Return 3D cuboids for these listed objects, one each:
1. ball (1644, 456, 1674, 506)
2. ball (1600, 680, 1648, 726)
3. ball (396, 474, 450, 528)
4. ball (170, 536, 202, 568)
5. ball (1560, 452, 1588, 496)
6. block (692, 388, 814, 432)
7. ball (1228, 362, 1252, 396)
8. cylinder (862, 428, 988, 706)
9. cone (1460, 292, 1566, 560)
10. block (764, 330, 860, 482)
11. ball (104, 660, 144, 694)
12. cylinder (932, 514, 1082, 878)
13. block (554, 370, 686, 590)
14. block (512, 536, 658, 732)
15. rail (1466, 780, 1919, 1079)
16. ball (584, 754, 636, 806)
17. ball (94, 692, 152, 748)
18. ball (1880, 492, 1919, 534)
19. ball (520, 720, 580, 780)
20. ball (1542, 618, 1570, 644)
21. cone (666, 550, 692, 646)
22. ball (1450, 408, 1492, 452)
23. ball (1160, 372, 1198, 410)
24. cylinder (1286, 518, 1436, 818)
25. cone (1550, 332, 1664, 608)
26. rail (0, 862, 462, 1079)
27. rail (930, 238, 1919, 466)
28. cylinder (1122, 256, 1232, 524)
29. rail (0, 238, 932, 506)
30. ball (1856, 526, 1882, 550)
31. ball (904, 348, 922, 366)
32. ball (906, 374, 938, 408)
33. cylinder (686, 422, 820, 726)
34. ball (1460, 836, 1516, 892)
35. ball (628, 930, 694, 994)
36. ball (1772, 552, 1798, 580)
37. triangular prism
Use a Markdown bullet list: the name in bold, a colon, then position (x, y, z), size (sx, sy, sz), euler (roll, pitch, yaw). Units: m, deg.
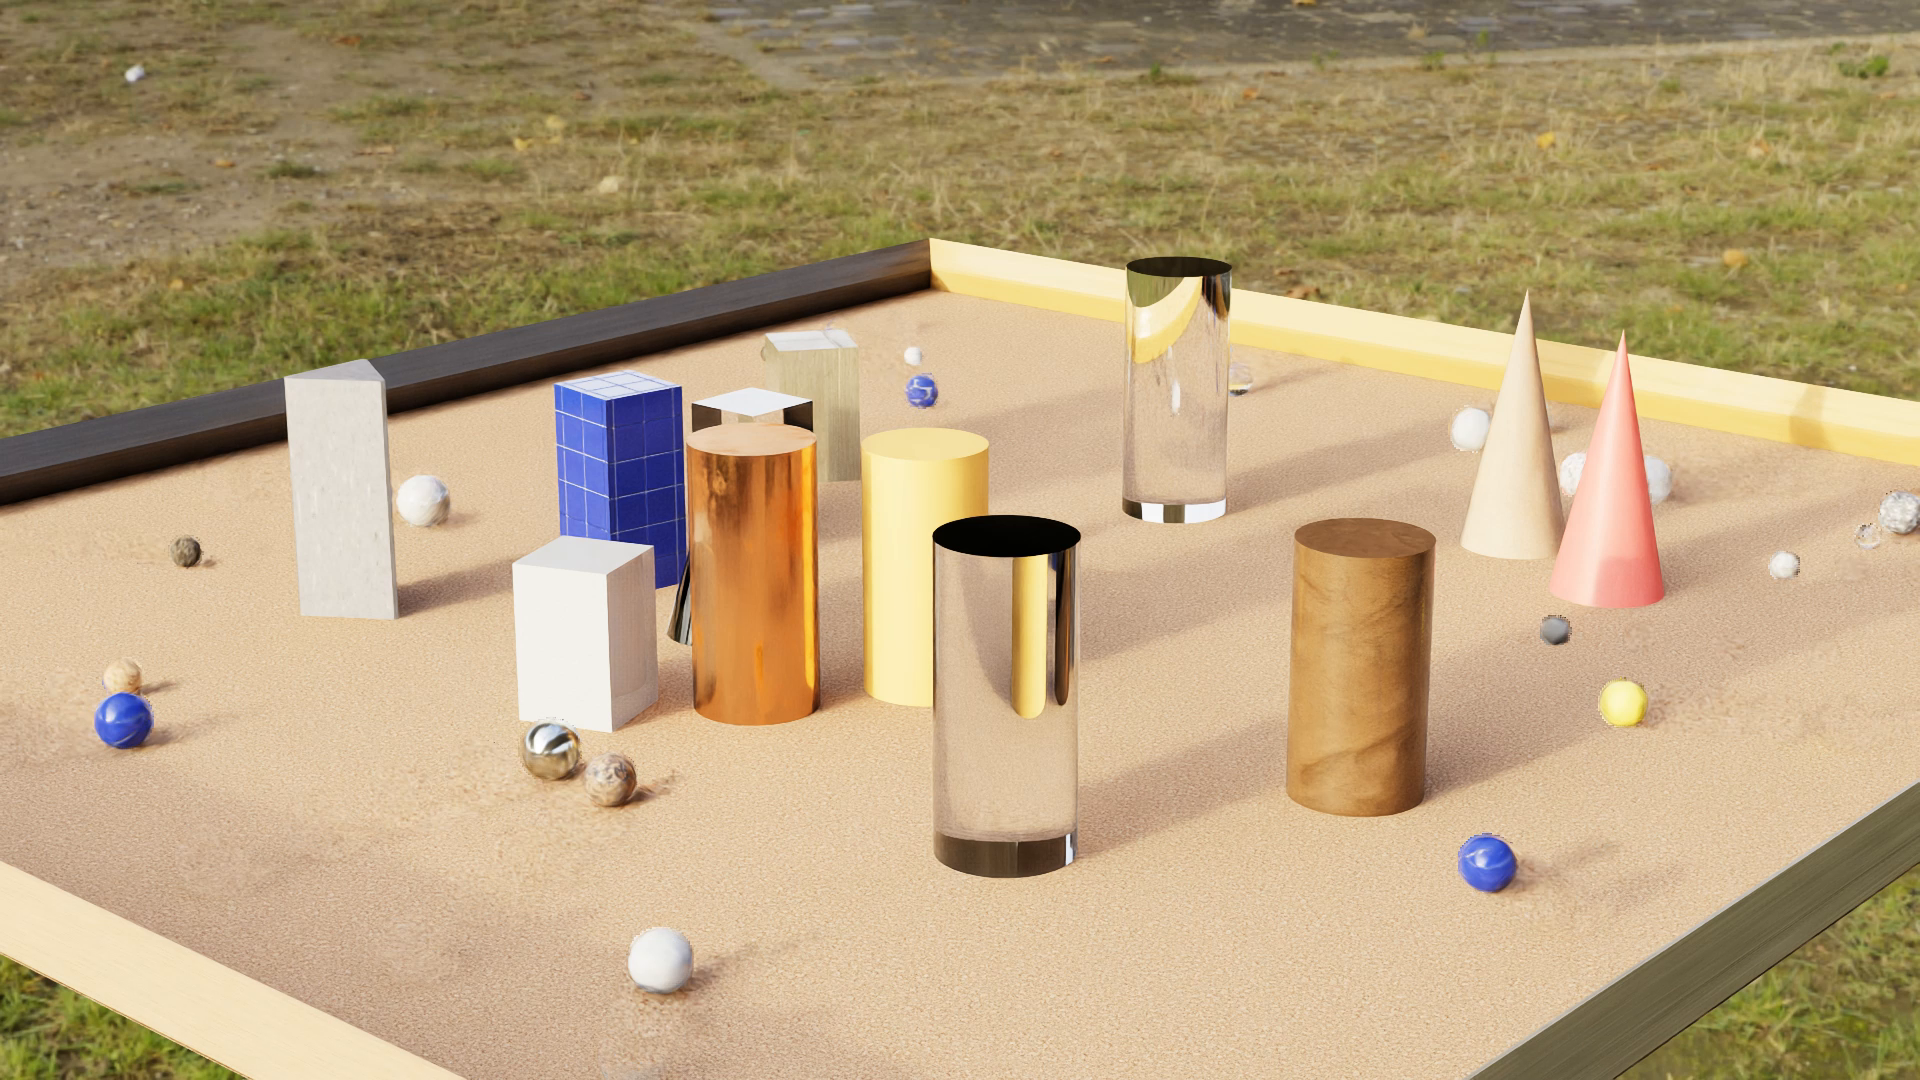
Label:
- **ball**: position (1.329, -0.114, 5.669), size (0.096, 0.096, 0.096), euler (0, 17, 0)
- **ball**: position (1.019, 0.251, 4.501), size (0.071, 0.071, 0.071), euler (0, 17, 0)
- **ball**: position (-1.011, -0.074, 5.528), size (0.100, 0.100, 0.100), euler (0, 17, 0)
- **ball**: position (-1.397, 0.022, 5.290), size (0.055, 0.055, 0.055), euler (0, 17, 0)
- **ball**: position (1.215, -0.127, 5.722), size (0.089, 0.089, 0.089), euler (0, 17, 0)
- **block**: position (-0.387, -0.140, 5.496), size (0.160, 0.246, 0.160), euler (14, 22, 38)
- **ball**: position (0.611, -0.357, 6.507), size (0.077, 0.077, 0.077), euler (0, 17, 0)
- **cylinder**: position (-0.055, 0.041, 4.629), size (0.200, 0.399, 0.200), euler (0, 17, 0)
- **cone**: position (1.026, -0.224, 5.365), size (0.200, 0.481, 0.200), euler (0, 17, 0)
- **block**: position (-0.295, -0.267, 5.870), size (0.160, 0.272, 0.160), euler (-4, 17, -13)
- **ball**: position (-1.321, 0.218, 4.631), size (0.059, 0.059, 0.059), euler (0, 17, 0)
- **cylinder**: position (0.062, 0.210, 3.975), size (0.200, 0.451, 0.200), euler (0, 17, 0)
- **block**: position (-0.597, -0.100, 5.166), size (0.160, 0.358, 0.160), euler (-14, 22, -38)
- **block**: position (-0.578, 0.144, 4.540), size (0.160, 0.253, 0.160), euler (6, 18, 20)
- **rail**: position (1.319, 0.363, 4.023), size (0.045, 0.130, 3.840), euler (14, 22, 39)
- **ball**: position (-0.500, 0.342, 4.189), size (0.075, 0.075, 0.075), euler (0, 17, 0)
- **ball**: position (-1.259, 0.271, 4.409), size (0.085, 0.085, 0.085), euler (0, 17, 0)
- **ball**: position (1.764, -0.051, 5.488), size (0.079, 0.079, 0.079), euler (0, 17, 0)
- **ball**: position (-0.598, 0.307, 4.286), size (0.087, 0.087, 0.087), euler (0, 17, 0)
- **ball**: position (0.990, 0.151, 4.875), size (0.046, 0.046, 0.046), euler (0, 17, 0)
- **cone**: position (-0.396, -0.008, 4.905), size (0.200, 0.334, 0.200), euler (0, 17, 0)
- **ball**: position (1.060, -0.228, 6.055), size (0.091, 0.091, 0.091), euler (0, 17, 0)
- **ball**: position (0.479, -0.326, 6.397), size (0.081, 0.081, 0.081), euler (0, 17, 0)
- **cylinder**: position (0.572, 0.180, 4.192), size (0.200, 0.384, 0.200), euler (0, 17, 0)
- **cone**: position (1.138, -0.137, 5.094), size (0.200, 0.470, 0.200), euler (0, 17, 0)
- **rail**: position (-1.243, 0.445, 3.748), size (3.542, 0.130, 0.045), euler (14, 22, 39)
- **rail**: position (1.243, -0.380, 6.491), size (3.542, 0.130, 0.045), euler (14, 22, 39)
- **cylinder**: position (0.412, -0.287, 5.586), size (0.200, 0.475, 0.200), euler (0, 17, 0)
- **rail**: position (-1.319, -0.298, 6.217), size (0.045, 0.130, 3.840), euler (14, 22, 39)
- **ball**: position (1.671, -0.005, 5.395), size (0.045, 0.045, 0.045), euler (0, 17, 0)
- **ball**: position (-0.107, -0.426, 6.797), size (0.042, 0.042, 0.042), euler (0, 17, 0)
- **ball**: position (-0.083, -0.325, 6.408), size (0.073, 0.073, 0.073), euler (0, 17, 0)
- **cylinder**: position (-0.318, 0.051, 4.541), size (0.200, 0.430, 0.200), euler (0, 17, 0)
- **ball**: position (0.701, 0.431, 3.895), size (0.075, 0.075, 0.075), euler (0, 17, 0)
- **ball**: position (-0.367, 0.518, 3.599), size (0.079, 0.079, 0.079), euler (0, 17, 0)
- **ball**: position (1.469, 0.046, 5.220), size (0.048, 0.048, 0.048), euler (0, 17, 0)
- **triangular prism**: position (-1.036, -0.090, 5.030), size (0.173, 0.418, 0.150), euler (2, 17, 8)
